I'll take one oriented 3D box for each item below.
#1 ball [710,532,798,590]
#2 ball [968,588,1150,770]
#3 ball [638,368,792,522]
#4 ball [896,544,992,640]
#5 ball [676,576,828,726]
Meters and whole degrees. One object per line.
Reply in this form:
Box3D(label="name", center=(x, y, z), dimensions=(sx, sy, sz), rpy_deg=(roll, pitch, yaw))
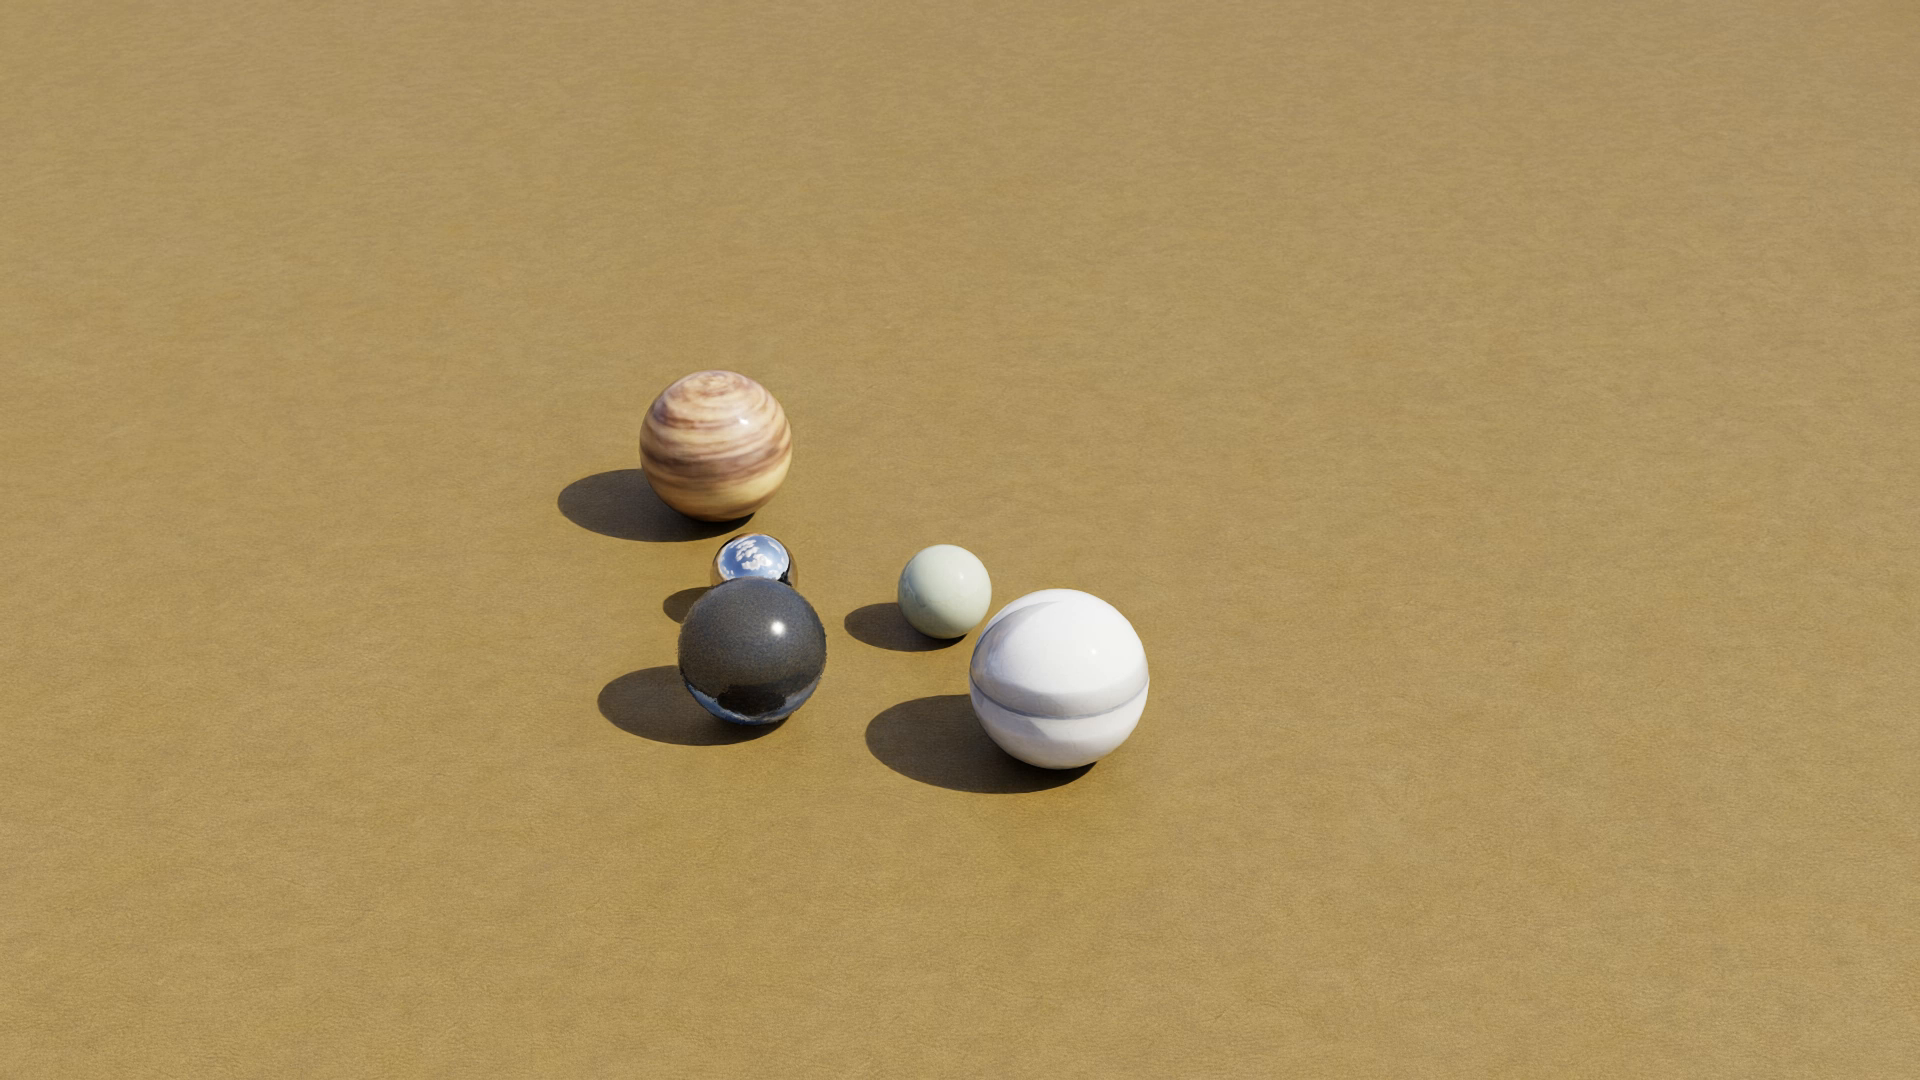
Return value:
Box3D(label="ball", center=(-0.118, 0.021, 1.682), dimensions=(0.051, 0.051, 0.051), rpy_deg=(0, 29, 0))
Box3D(label="ball", center=(0.052, 0.073, 1.544), dimensions=(0.095, 0.095, 0.095), rpy_deg=(0, 29, 0))
Box3D(label="ball", center=(-0.148, -0.057, 1.777), dimensions=(0.093, 0.093, 0.093), rpy_deg=(0, 29, 0))
Box3D(label="ball", center=(-0.009, 0.029, 1.664), dimensions=(0.054, 0.054, 0.054), rpy_deg=(0, 29, 0))
Box3D(label="ball", center=(-0.112, 0.060, 1.582), dimensions=(0.081, 0.081, 0.081), rpy_deg=(0, 29, 0))
